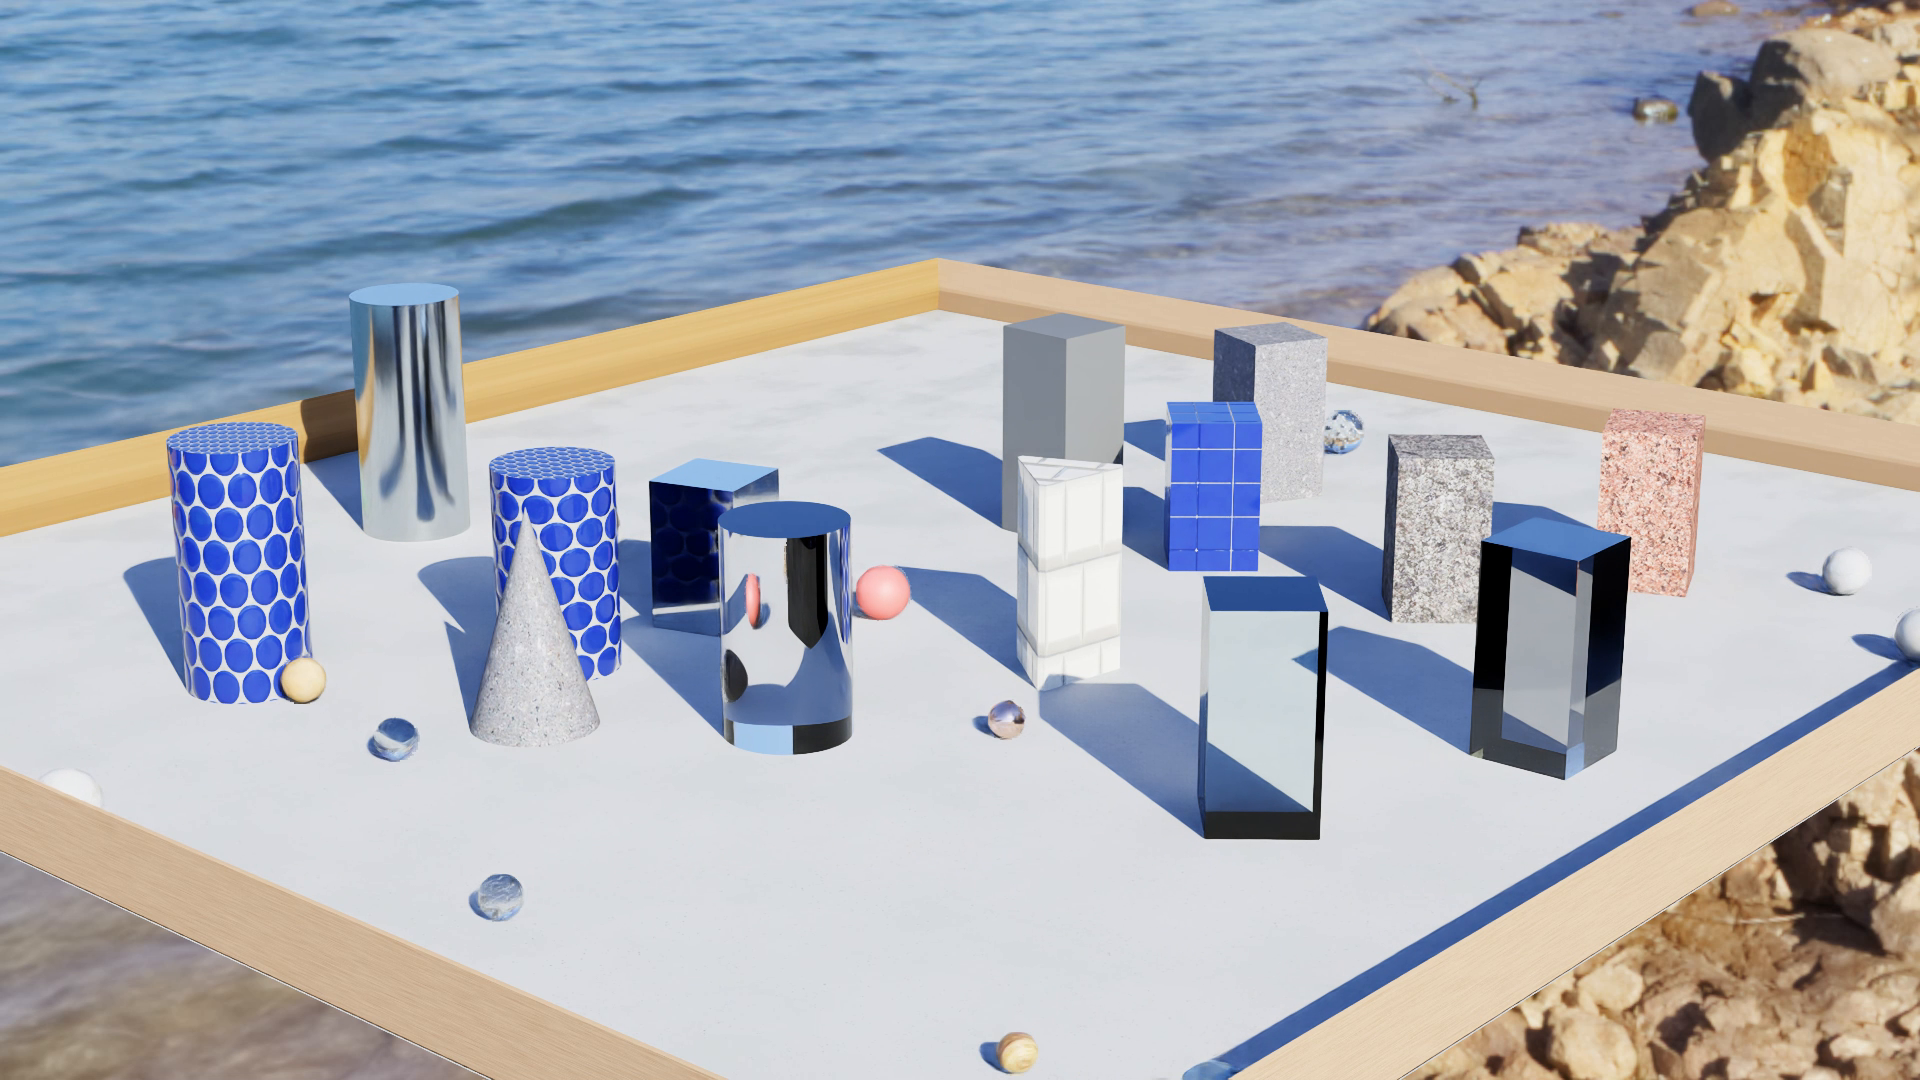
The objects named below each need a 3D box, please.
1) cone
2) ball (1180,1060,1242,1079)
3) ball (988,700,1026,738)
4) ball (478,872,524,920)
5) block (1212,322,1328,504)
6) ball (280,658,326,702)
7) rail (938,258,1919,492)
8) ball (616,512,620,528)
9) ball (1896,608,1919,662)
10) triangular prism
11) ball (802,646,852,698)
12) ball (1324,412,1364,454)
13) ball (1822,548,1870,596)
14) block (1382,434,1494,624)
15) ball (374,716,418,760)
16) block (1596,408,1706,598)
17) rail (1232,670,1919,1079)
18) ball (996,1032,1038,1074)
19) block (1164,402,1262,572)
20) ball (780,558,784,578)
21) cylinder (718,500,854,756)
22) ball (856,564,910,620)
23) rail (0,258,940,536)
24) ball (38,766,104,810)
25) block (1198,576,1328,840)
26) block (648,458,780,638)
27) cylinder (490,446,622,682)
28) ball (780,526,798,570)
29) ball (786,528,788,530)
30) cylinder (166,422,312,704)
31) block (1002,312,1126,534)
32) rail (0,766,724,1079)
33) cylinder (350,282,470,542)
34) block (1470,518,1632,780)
[{"bbox_3d":[-0.655,0.117,4.464,0.200,0.349,0.200,0,17,0],"label":"cone"},{"bbox_3d":[0.281,0.620,3.246,0.086,0.086,0.086,0,17,0],"label":"ball"},{"bbox_3d":[0.071,0.272,4.454,0.057,0.057,0.057,0,17,0],"label":"ball"},{"bbox_3d":[-0.596,0.463,3.812,0.061,0.061,0.061,0,17,0],"label":"ball"},{"bbox_3d":[0.603,-0.249,5.734,0.160,0.317,0.160,-8,18,-24],"label":"block"},{"bbox_3d":[-1.030,0.220,4.605,0.070,0.070,0.070,0,17,0],"label":"ball"},{"bbox_3d":[1.124,-0.341,6.359,3.168,0.130,0.045,14,22,39],"label":"rail"},{"bbox_3d":[-0.671,-0.031,5.413,0.086,0.086,0.086,0,17,0],"label":"ball"},{"bbox_3d":[1.572,0.156,4.783,0.090,0.090,0.090,0,17,0],"label":"ball"},{"bbox_3d":[0.145,0.044,4.720,0.173,0.340,0.150,-14,22,-39],"label":"triangular prism"},{"bbox_3d":[-0.210,0.207,4.627,0.081,0.081,0.081,0,17,0],"label":"ball"},{"bbox_3d":[0.790,-0.221,6.044,0.086,0.086,0.086,0,17,0],"label":"ball"},{"bbox_3d":[1.550,0.056,5.130,0.082,0.082,0.082,0,17,0],"label":"ball"},{"bbox_3d":[0.817,-0.020,5.021,0.160,0.290,0.160,0,17,2],"label":"block"},{"bbox_3d":[-0.840,0.295,4.365,0.064,0.064,0.064,0,17,0],"label":"ball"},{"bbox_3d":[1.218,-0.067,5.179,0.160,0.289,0.160,6,18,18],"label":"block"},{"bbox_3d":[1.178,0.328,4.140,0.045,0.130,3.476,14,22,39],"label":"rail"},{"bbox_3d":[0.067,0.594,3.399,0.049,0.049,0.049,0,17,0],"label":"ball"},{"bbox_3d":[0.456,-0.098,5.306,0.160,0.274,0.160,0,17,0],"label":"block"},{"bbox_3d":[-0.341,0.049,5.190,0.060,0.060,0.060,0,17,0],"label":"ball"},{"bbox_3d":[-0.262,0.131,4.434,0.200,0.339,0.200,0,17,0],"label":"cylinder"},{"bbox_3d":[-0.132,0.089,5.000,0.093,0.093,0.093,0,17,0],"label":"ball"},{"bbox_3d":[-1.178,-0.262,6.099,0.045,0.130,3.476,14,22,39],"label":"rail"},{"bbox_3d":[-1.241,0.365,4.071,0.100,0.100,0.100,0,17,0],"label":"ball"},{"bbox_3d":[0.421,0.234,4.102,0.160,0.334,0.160,0,17,1],"label":"block"},{"bbox_3d":[-0.413,0.013,4.966,0.160,0.258,0.160,8,18,24],"label":"block"},{"bbox_3d":[-0.652,0.040,4.735,0.200,0.341,0.200,0,17,0],"label":"cylinder"},{"bbox_3d":[-0.332,0.017,5.254,0.084,0.084,0.084,0,17,0],"label":"ball"},{"bbox_3d":[-0.327,0.005,5.343,0.056,0.056,0.056,0,17,0],"label":"ball"},{"bbox_3d":[-1.137,0.034,4.638,0.200,0.406,0.200,0,17,0],"label":"cylinder"},{"bbox_3d":[0.193,-0.208,5.469,0.160,0.392,0.160,16,23,43],"label":"block"},{"bbox_3d":[-1.124,0.406,3.880,3.168,0.130,0.045,14,22,39],"label":"rail"},{"bbox_3d":[-1.026,-0.239,5.473,0.200,0.448,0.200,0,17,0],"label":"cylinder"},{"bbox_3d":[0.874,0.159,4.348,0.160,0.336,0.160,13,21,38],"label":"block"}]
